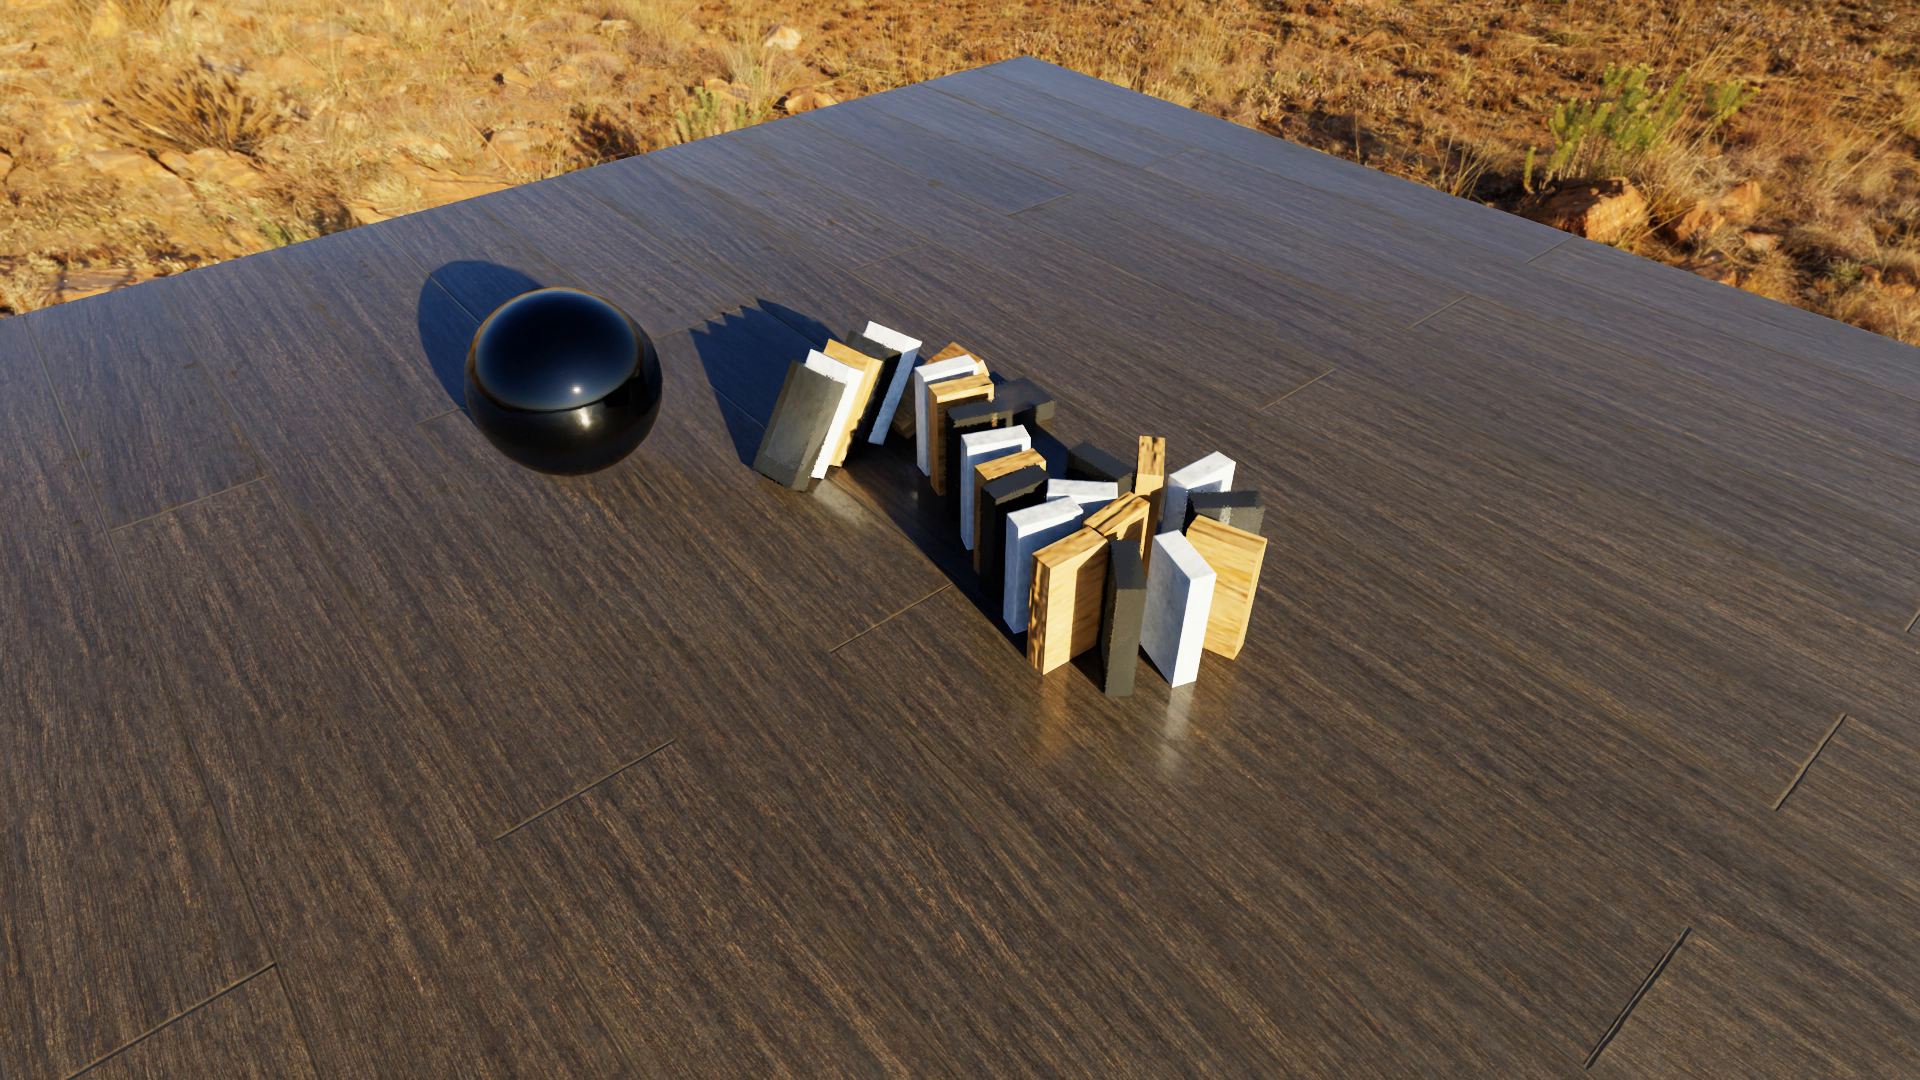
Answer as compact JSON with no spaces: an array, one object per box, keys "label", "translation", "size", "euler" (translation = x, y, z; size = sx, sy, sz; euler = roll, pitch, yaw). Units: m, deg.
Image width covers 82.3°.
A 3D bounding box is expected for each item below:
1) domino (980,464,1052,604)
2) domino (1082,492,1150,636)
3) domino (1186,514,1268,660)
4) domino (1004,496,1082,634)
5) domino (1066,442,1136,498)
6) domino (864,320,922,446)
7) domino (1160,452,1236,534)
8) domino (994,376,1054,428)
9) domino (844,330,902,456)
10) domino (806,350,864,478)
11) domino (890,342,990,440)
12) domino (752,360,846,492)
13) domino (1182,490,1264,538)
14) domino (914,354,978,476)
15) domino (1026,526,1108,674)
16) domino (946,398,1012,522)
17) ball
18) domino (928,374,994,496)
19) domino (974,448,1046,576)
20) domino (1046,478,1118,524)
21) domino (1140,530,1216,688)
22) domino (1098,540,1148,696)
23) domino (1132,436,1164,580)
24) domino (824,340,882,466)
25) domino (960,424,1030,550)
[{"label":"domino","translation":[0.021,-0.002,0.414],"size":[0.025,0.050,0.010],"euler":[-23,44,-25]},{"label":"domino","translation":[0.055,0.010,0.400],"size":[0.025,0.050,0.010],"euler":[-32,49,-33]},{"label":"domino","translation":[0.091,0.017,0.390],"size":[0.025,0.050,0.010],"euler":[22,44,25]},{"label":"domino","translation":[0.030,0.010,0.400],"size":[0.025,0.050,0.009],"euler":[-16,42,-19]},{"label":"domino","translation":[0.052,-0.010,0.424],"size":[0.010,0.050,0.025],"euler":[-30,48,-31]},{"label":"domino","translation":[-0.038,-0.071,0.501],"size":[0.025,0.050,0.010],"euler":[27,11,31]},{"label":"domino","translation":[0.089,-0.007,0.420],"size":[0.025,0.050,0.009],"euler":[-26,46,-28]},{"label":"domino","translation":[0.017,-0.060,0.517],"size":[0.050,0.009,0.025],"euler":[-22,44,-24]},{"label":"domino","translation":[-0.047,-0.066,0.495],"size":[0.025,0.050,0.010],"euler":[29,12,30]},{"label":"domino","translation":[-0.063,-0.055,0.482],"size":[0.025,0.050,0.009],"euler":[29,12,30]},{"label":"domino","translation":[-0.014,-0.070,0.514],"size":[0.050,0.010,0.025],"euler":[-39,44,-11]},{"label":"domino","translation":[-0.070,-0.049,0.474],"size":[0.025,0.050,0.009],"euler":[29,12,30]},{"label":"domino","translation":[0.094,0.005,0.405],"size":[0.025,0.050,0.009],"euler":[-2,39,-3]},{"label":"domino","translation":[-0.006,-0.054,0.477],"size":[0.025,0.050,0.009],"euler":[-18,43,-20]},{"label":"domino","translation":[0.037,0.022,0.385],"size":[0.025,0.050,0.010],"euler":[-25,45,-27]},{"label":"domino","translation":[0.008,-0.032,0.451],"size":[0.025,0.050,0.009],"euler":[-13,41,-15]},{"label":"ball","translation":[-0.168,-0.067,0.470],"size":[0.080,0.080,0.080],"euler":[0,39,0]},{"label":"domino","translation":[0.000,-0.044,0.465],"size":[0.025,0.050,0.009],"euler":[-15,42,-18]},{"label":"domino","translation":[0.019,-0.009,0.422],"size":[0.025,0.050,0.009],"euler":[-19,43,-21]},{"label":"domino","translation":[0.044,0.001,0.411],"size":[0.025,0.050,0.009],"euler":[4,39,5]},{"label":"domino","translation":[0.075,0.024,0.382],"size":[0.010,0.050,0.025],"euler":[-14,41,-16]},{"label":"domino","translation":[0.055,0.027,0.378],"size":[0.010,0.050,0.025],"euler":[0,39,0]},{"label":"domino","translation":[0.072,-0.012,0.426],"size":[0.010,0.050,0.025],"euler":[6,40,7]},{"label":"domino","translation":[-0.055,-0.061,0.489],"size":[0.025,0.050,0.009],"euler":[29,12,30]},{"label":"domino","translation":[0.014,-0.020,0.436],"size":[0.025,0.050,0.010],"euler":[-10,40,-12]}]
